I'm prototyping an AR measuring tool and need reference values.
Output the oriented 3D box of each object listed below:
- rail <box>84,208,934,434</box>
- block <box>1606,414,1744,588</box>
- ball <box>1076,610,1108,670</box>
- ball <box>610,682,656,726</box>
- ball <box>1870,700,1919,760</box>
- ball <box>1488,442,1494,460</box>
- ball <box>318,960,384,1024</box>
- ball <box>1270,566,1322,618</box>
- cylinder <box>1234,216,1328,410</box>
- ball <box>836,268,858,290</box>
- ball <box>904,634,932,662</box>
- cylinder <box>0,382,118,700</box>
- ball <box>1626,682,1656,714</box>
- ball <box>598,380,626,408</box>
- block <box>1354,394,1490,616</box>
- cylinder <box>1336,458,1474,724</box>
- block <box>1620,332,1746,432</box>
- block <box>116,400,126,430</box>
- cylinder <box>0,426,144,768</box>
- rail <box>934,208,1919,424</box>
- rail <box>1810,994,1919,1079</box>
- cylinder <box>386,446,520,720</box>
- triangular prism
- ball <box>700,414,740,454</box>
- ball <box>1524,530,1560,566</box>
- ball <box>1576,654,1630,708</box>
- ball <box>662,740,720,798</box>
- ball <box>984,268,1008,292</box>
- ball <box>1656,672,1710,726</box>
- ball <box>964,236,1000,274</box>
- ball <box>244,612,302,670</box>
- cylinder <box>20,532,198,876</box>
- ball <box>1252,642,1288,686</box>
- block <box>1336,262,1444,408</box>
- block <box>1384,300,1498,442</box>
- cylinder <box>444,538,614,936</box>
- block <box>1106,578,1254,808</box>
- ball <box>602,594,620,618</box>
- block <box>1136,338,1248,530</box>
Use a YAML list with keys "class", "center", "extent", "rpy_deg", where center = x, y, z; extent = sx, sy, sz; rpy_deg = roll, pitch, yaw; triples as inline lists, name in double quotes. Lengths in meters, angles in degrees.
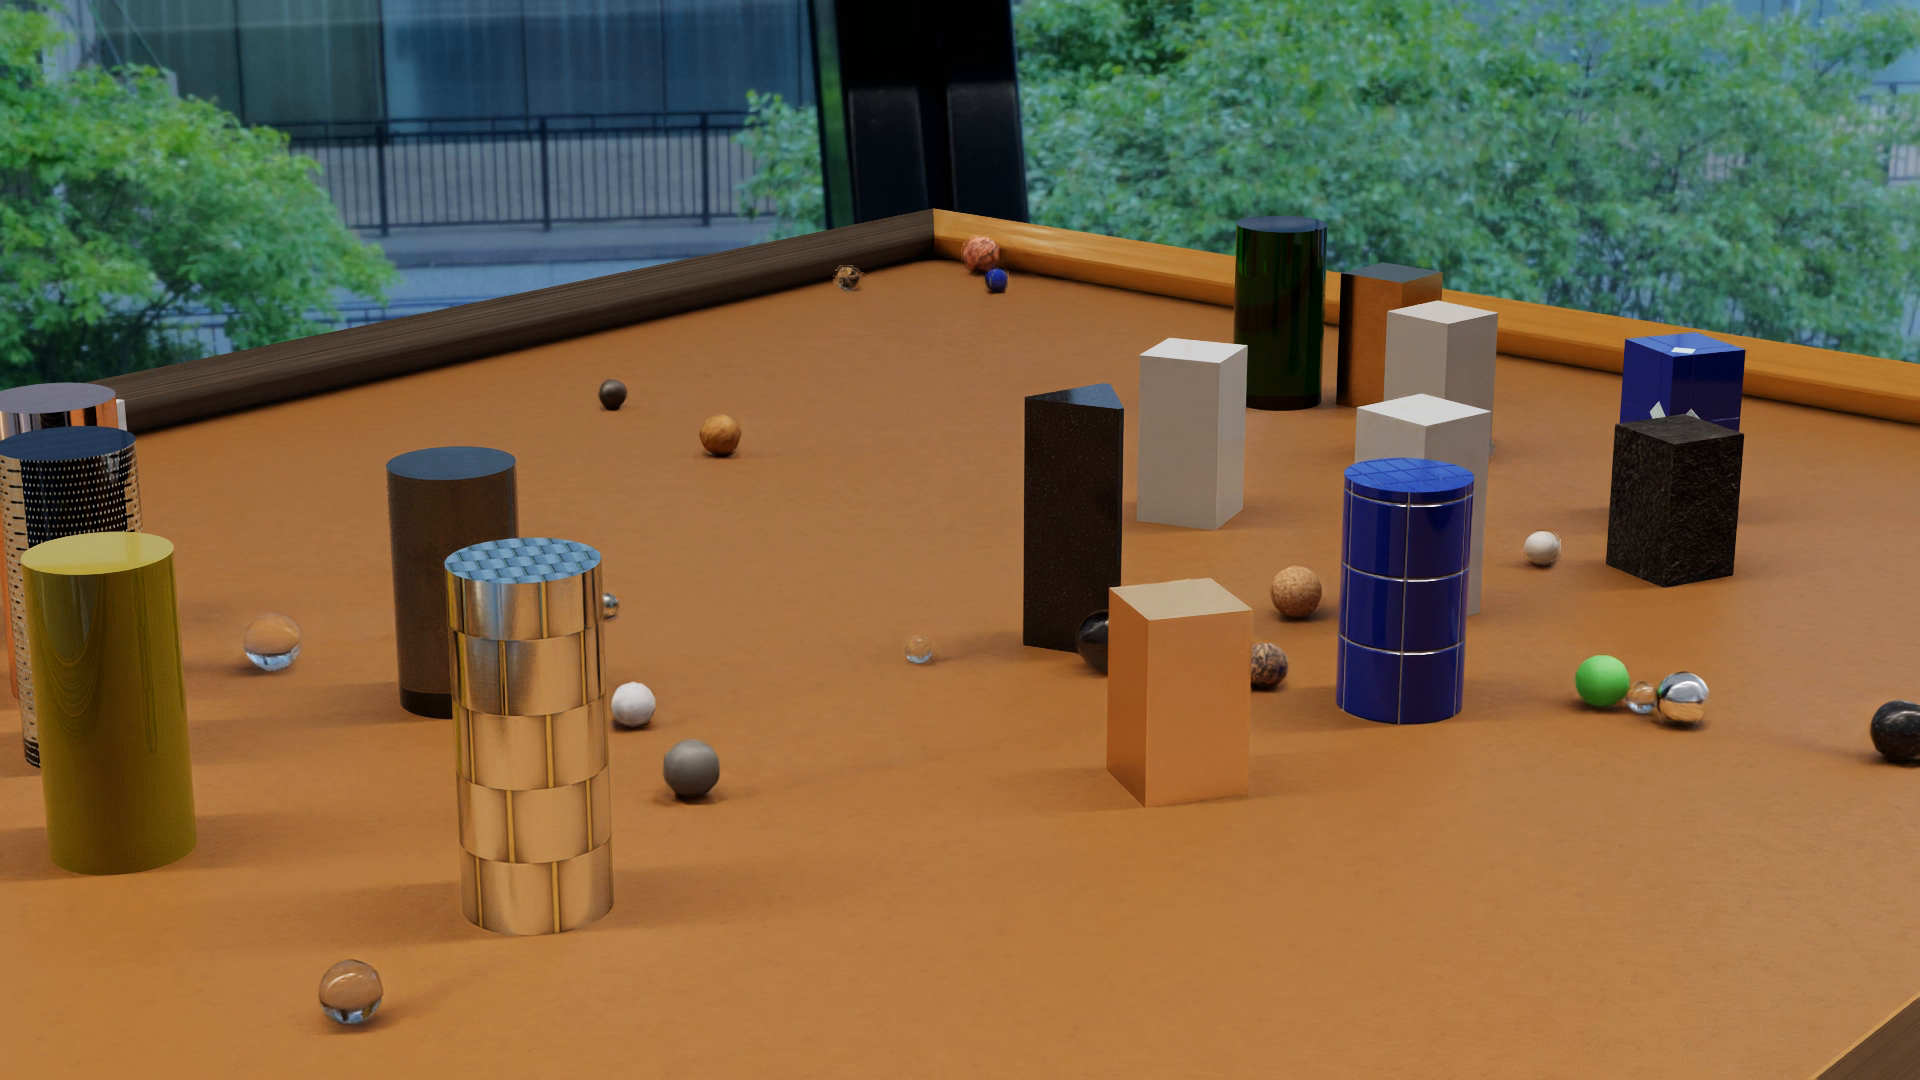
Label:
- class: "rail"
  center: [-1.528, -0.350, 6.390]
  extent: [0.045, 0.129, 4.490]
  rpy_deg: [14, 22, 39]
- class: "block"
  center: [1.276, -0.072, 5.237]
  extent: [0.158, 0.262, 0.158]
  rpy_deg: [-9, 19, -26]
- class: "ball"
  center: [0.237, 0.162, 4.745]
  extent: [0.099, 0.099, 0.099]
  rpy_deg: [0, 17, 0]
- class: "ball"
  center: [-0.501, 0.252, 4.498]
  extent: [0.068, 0.068, 0.068]
  rpy_deg: [0, 17, 0]
- class: "ball"
  center: [1.399, 0.283, 4.358]
  extent: [0.091, 0.091, 0.091]
  rpy_deg: [0, 17, 0]
- class: "ball"
  center: [1.068, -0.183, 5.983]
  extent: [0.045, 0.045, 0.045]
  rpy_deg: [0, 17, 0]
- class: "ball"
  center: [-0.731, 0.543, 3.520]
  extent: [0.076, 0.076, 0.076]
  rpy_deg: [0, 17, 0]
- class: "ball"
  center: [0.574, 0.088, 5.009]
  extent: [0.088, 0.088, 0.088]
  rpy_deg: [0, 17, 0]
- class: "cylinder"
  center: [0.699, -0.498, 6.424]
  extent: [0.198, 0.393, 0.198]
  rpy_deg: [0, 17, 0]
- class: "ball"
  center: [-0.292, -0.677, 7.596]
  extent: [0.060, 0.060, 0.060]
  rpy_deg: [0, 17, 0]
- class: "ball"
  center: [-0.068, 0.177, 4.785]
  extent: [0.046, 0.046, 0.046]
  rpy_deg: [0, 17, 0]
- class: "cylinder"
  center: [-1.411, 0.006, 4.614]
  extent: [0.198, 0.473, 0.198]
  rpy_deg: [0, 17, 0]
- class: "ball"
  center: [1.059, 0.245, 4.554]
  extent: [0.049, 0.049, 0.049]
  rpy_deg: [0, 17, 0]
- class: "ball"
  center: [-0.759, -0.320, 6.406]
  extent: [0.062, 0.062, 0.062]
  rpy_deg: [0, 17, 0]
- class: "block"
  center: [0.783, -0.049, 4.998]
  extent: [0.158, 0.357, 0.158]
  rpy_deg: [-13, 21, -36]
- class: "cylinder"
  center: [0.689, 0.078, 4.550]
  extent: [0.198, 0.372, 0.198]
  rpy_deg: [0, 17, 0]
- class: "block"
  center: [1.363, -0.207, 5.560]
  extent: [0.158, 0.336, 0.158]
  rpy_deg: [-6, 18, -20]
- class: "block"
  center: [-1.506, -0.042, 4.943]
  extent: [0.158, 0.374, 0.158]
  rpy_deg: [5, 17, 16]
- class: "cylinder"
  center: [-1.304, 0.086, 4.343]
  extent: [0.198, 0.476, 0.198]
  rpy_deg: [0, 17, 0]
- class: "rail"
  center: [1.456, -0.452, 6.726]
  extent: [4.094, 0.129, 0.045]
  rpy_deg: [14, 22, 39]
- class: "rail"
  center: [1.528, 0.415, 3.850]
  extent: [0.045, 0.129, 4.490]
  rpy_deg: [14, 22, 39]
- class: "cylinder"
  center: [-0.784, 0.065, 4.573]
  extent: [0.198, 0.384, 0.198]
  rpy_deg: [0, 17, 0]
- class: "triangular prism"
  center: [0.212, -0.038, 4.847]
  extent: [0.171, 0.422, 0.148]
  rpy_deg: [8, 18, 24]
- class: "ball"
  center: [-0.493, -0.217, 6.028]
  extent: [0.084, 0.084, 0.084]
  rpy_deg: [0, 17, 0]
- class: "ball"
  center: [1.051, 0.015, 5.293]
  extent: [0.063, 0.063, 0.063]
  rpy_deg: [0, 17, 0]
- class: "ball"
  center: [1.004, 0.220, 4.579]
  extent: [0.083, 0.083, 0.083]
  rpy_deg: [0, 17, 0]
- class: "ball"
  center: [-0.386, 0.328, 4.219]
  extent: [0.083, 0.083, 0.083]
  rpy_deg: [0, 17, 0]
- class: "ball"
  center: [0.095, -0.672, 7.578]
  extent: [0.061, 0.061, 0.061]
  rpy_deg: [0, 17, 0]
- class: "ball"
  center: [1.110, 0.243, 4.501]
  extent: [0.083, 0.083, 0.083]
  rpy_deg: [0, 17, 0]
- class: "ball"
  center: [0.058, -0.759, 7.805]
  extent: [0.097, 0.097, 0.097]
  rpy_deg: [0, 17, 0]
- class: "ball"
  center: [-1.113, 0.164, 4.748]
  extent: [0.092, 0.092, 0.092]
  rpy_deg: [0, 17, 0]
- class: "cylinder"
  center: [-1.154, 0.220, 3.986]
  extent: [0.198, 0.425, 0.198]
  rpy_deg: [0, 17, 0]
- class: "ball"
  center: [0.488, 0.198, 4.672]
  extent: [0.071, 0.071, 0.071]
  rpy_deg: [0, 17, 0]
- class: "block"
  center: [0.938, -0.441, 6.408]
  extent: [0.158, 0.293, 0.158]
  rpy_deg: [15, 22, 40]
- class: "block"
  center: [0.981, -0.321, 6.004]
  extent: [0.158, 0.297, 0.158]
  rpy_deg: [-14, 22, -39]
- class: "cylinder"
  center: [-0.555, 0.253, 3.793]
  extent: [0.198, 0.474, 0.198]
  rpy_deg: [0, 17, 0]
- class: "block"
  center: [0.315, 0.219, 4.239]
  extent: [0.158, 0.281, 0.158]
  rpy_deg: [-5, 18, -17]
- class: "ball"
  center: [-0.603, 0.112, 5.009]
  extent: [0.042, 0.042, 0.042]
  rpy_deg: [0, 17, 0]
- class: "block"
  center: [0.441, -0.203, 5.566]
  extent: [0.158, 0.323, 0.158]
  rpy_deg: [7, 18, 23]
